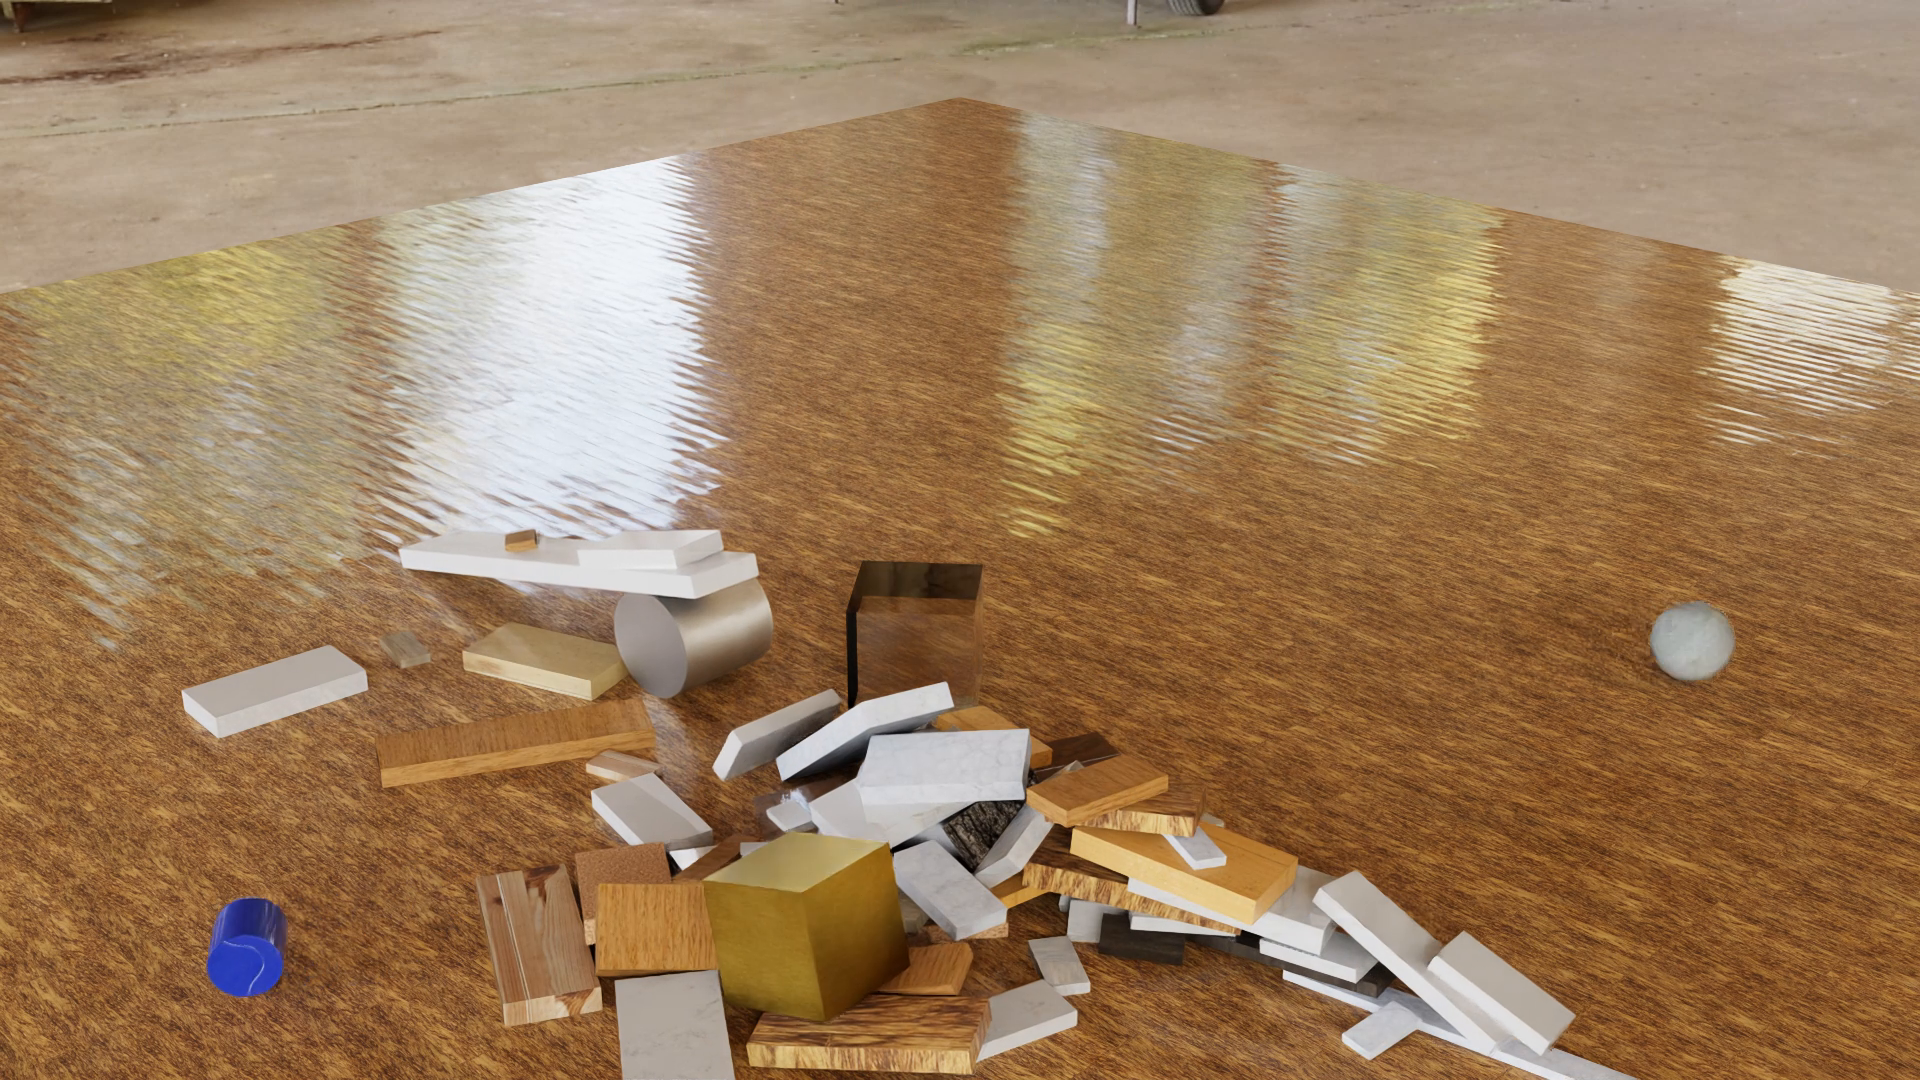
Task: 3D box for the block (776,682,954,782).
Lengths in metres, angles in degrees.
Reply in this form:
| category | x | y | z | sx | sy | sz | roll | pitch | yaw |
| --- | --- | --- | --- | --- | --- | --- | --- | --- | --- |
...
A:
| category | x | y | z | sx | sy | sz | roll | pitch | yaw |
| --- | --- | --- | --- | --- | --- | --- | --- | --- | --- |
| block | -0.198 | 0.386 | 4.380 | 0.179 | 0.051 | 0.540 | -12 | -11 | -26 |

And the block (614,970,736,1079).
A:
| category | x | y | z | sx | sy | sz | roll | pitch | yaw |
| --- | --- | --- | --- | --- | --- | --- | --- | --- | --- |
| block | -0.479 | 0.851 | 3.689 | 0.179 | 0.051 | 0.357 | -4 | 23 | -10 |

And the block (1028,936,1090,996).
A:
| category | x | y | z | sx | sy | sz | roll | pitch | yaw |
| --- | --- | --- | --- | --- | --- | --- | --- | --- | --- |
| block | 0.176 | 0.762 | 3.936 | 0.076 | 0.022 | 0.152 | -5 | 23 | -11 |

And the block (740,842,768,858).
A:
| category | x | y | z | sx | sy | sz | roll | pitch | yaw |
| --- | --- | --- | --- | --- | --- | --- | --- | --- | --- |
| block | -0.381 | 0.599 | 4.119 | 0.059 | 0.017 | 0.117 | -1 | 18 | -7 |

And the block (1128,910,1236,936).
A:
| category | x | y | z | sx | sy | sz | roll | pitch | yaw |
| --- | --- | --- | --- | --- | --- | --- | --- | --- | --- |
| block | 0.403 | 0.678 | 4.010 | 0.191 | 0.027 | 0.095 | 4 | 24 | -3 |

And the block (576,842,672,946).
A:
| category | x | y | z | sx | sy | sz | roll | pitch | yaw |
| --- | --- | --- | --- | --- | --- | --- | --- | --- | --- |
| block | -0.620 | 0.652 | 4.084 | 0.168 | 0.048 | 0.336 | -7 | 14 | -11 |

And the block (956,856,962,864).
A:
| category | x | y | z | sx | sy | sz | roll | pitch | yaw |
| --- | --- | --- | --- | --- | --- | --- | --- | --- | --- |
| block | -0.064 | 0.585 | 4.341 | 0.114 | 0.032 | 0.228 | -2 | 23 | -4 |

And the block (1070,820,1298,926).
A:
| category | x | y | z | sx | sy | sz | roll | pitch | yaw |
| --- | --- | --- | --- | --- | --- | --- | --- | --- | --- |
| block | 0.399 | 0.562 | 3.921 | 0.360 | 0.051 | 0.180 | 19 | 27 | 27 |

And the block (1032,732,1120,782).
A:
| category | x | y | z | sx | sy | sz | roll | pitch | yaw |
| --- | --- | --- | --- | --- | --- | --- | --- | --- | --- |
| block | 0.184 | 0.479 | 4.577 | 0.303 | 0.043 | 0.152 | -9 | 25 | -21 |

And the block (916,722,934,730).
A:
| category | x | y | z | sx | sy | sz | roll | pitch | yaw |
| --- | --- | --- | --- | --- | --- | --- | --- | --- | --- |
| block | -0.064 | 0.414 | 4.562 | 0.110 | 0.031 | 0.220 | 18 | -15 | 35 |

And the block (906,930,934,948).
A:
| category | x | y | z | sx | sy | sz | roll | pitch | yaw |
| --- | --- | --- | --- | --- | --- | --- | --- | --- | --- |
| block | -0.074 | 0.773 | 3.860 | 0.102 | 0.029 | 0.203 | -25 | 27 | -5 |

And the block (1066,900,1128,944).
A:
| category | x | y | z | sx | sy | sz | roll | pitch | yaw |
| --- | --- | --- | --- | --- | --- | --- | --- | --- | --- |
| block | 0.276 | 0.703 | 4.038 | 0.152 | 0.022 | 0.076 | 3 | 47 | 7 |

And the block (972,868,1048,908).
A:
| category | x | y | z | sx | sy | sz | roll | pitch | yaw |
| --- | --- | --- | --- | --- | --- | --- | --- | --- | --- |
| block | 0.058 | 0.653 | 4.102 | 0.203 | 0.029 | 0.102 | -17 | 28 | -34 |

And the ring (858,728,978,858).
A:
| category | x | y | z | sx | sy | sz | roll | pitch | yaw |
| --- | --- | --- | --- | --- | --- | --- | --- | --- | --- |
| ring | -0.035 | 0.493 | 4.315 | 0.345 | 0.115 | 0.345 | 2 | 30 | -1 |

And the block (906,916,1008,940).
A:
| category | x | y | z | sx | sy | sz | roll | pitch | yaw |
| --- | --- | --- | --- | --- | --- | --- | --- | --- | --- |
| block | -0.030 | 0.697 | 4.078 | 0.228 | 0.032 | 0.114 | -2 | 23 | -5 |

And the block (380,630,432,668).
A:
| category | x | y | z | sx | sy | sz | roll | pitch | yaw |
| --- | --- | --- | --- | --- | --- | --- | --- | --- | --- |
| block | -1.295 | 0.255 | 5.133 | 0.072 | 0.021 | 0.145 | -14 | 27 | -30 |

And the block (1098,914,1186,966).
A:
| category | x | y | z | sx | sy | sz | roll | pitch | yaw |
| --- | --- | --- | --- | --- | --- | --- | --- | --- | --- |
| block | 0.330 | 0.723 | 3.980 | 0.152 | 0.022 | 0.076 | 8 | 43 | 5 |

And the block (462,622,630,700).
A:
| category | x | y | z | sx | sy | sz | roll | pitch | yaw |
| --- | --- | --- | --- | --- | --- | --- | --- | --- | --- |
| block | -0.943 | 0.276 | 5.048 | 0.353 | 0.050 | 0.176 | 11 | 25 | 24 |

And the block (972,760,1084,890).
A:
| category | x | y | z | sx | sy | sz | roll | pitch | yaw |
| --- | --- | --- | --- | --- | --- | --- | --- | --- | --- |
| block | 0.131 | 0.533 | 4.100 | 0.038 | 0.135 | 0.269 | 45 | 50 | -4 |

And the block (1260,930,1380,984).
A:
| category | x | y | z | sx | sy | sz | roll | pitch | yaw |
| --- | --- | --- | --- | --- | --- | --- | --- | --- | --- |
| block | 0.638 | 0.724 | 3.894 | 0.191 | 0.027 | 0.095 | 12 | 26 | 36 |

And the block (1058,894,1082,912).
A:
| category | x | y | z | sx | sy | sz | roll | pitch | yaw |
| --- | --- | --- | --- | --- | --- | --- | --- | --- | --- |
| block | 0.293 | 0.658 | 4.113 | 0.199 | 0.028 | 0.099 | 6 | 55 | 14 |

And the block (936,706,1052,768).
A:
| category | x | y | z | sx | sy | sz | roll | pitch | yaw |
| --- | --- | --- | --- | --- | --- | --- | --- | --- | --- |
| block | 0.067 | 0.395 | 4.350 | 0.114 | 0.032 | 0.229 | -9 | 24 | -35 |

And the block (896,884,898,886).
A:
| category | x | y | z | sx | sy | sz | roll | pitch | yaw |
| --- | --- | --- | --- | --- | --- | --- | --- | --- | --- |
| block | -0.201 | 0.637 | 4.230 | 0.160 | 0.023 | 0.080 | 21 | 31 | 40 |

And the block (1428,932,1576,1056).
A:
| category | x | y | z | sx | sy | sz | roll | pitch | yaw |
| --- | --- | --- | --- | --- | --- | --- | --- | --- | --- |
| block | 0.919 | 0.767 | 3.733 | 0.231 | 0.033 | 0.116 | 37 | 32 | 24 |

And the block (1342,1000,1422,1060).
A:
| category | x | y | z | sx | sy | sz | roll | pitch | yaw |
| --- | --- | --- | --- | --- | --- | --- | --- | --- | --- |
| block | 0.719 | 0.835 | 3.746 | 0.126 | 0.018 | 0.063 | -24 | 34 | -30 |

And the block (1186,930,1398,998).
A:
| category | x | y | z | sx | sy | sz | roll | pitch | yaw |
| --- | --- | --- | --- | --- | --- | --- | --- | --- | --- |
| block | 0.581 | 0.733 | 3.958 | 0.418 | 0.027 | 0.095 | 11 | 25 | 35 |

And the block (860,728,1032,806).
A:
| category | x | y | z | sx | sy | sz | roll | pitch | yaw |
| --- | --- | --- | --- | --- | --- | --- | --- | --- | --- |
| block | -0.025 | 0.428 | 4.150 | 0.308 | 0.044 | 0.154 | -3 | 34 | 10 |

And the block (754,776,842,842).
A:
| category | x | y | z | sx | sy | sz | roll | pitch | yaw |
| --- | --- | --- | --- | --- | --- | --- | --- | --- | --- |
| block | -0.291 | 0.574 | 4.265 | 0.179 | 0.051 | 0.357 | -13 | 19 | -7 |

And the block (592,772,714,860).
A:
| category | x | y | z | sx | sy | sz | roll | pitch | yaw |
| --- | --- | --- | --- | --- | --- | --- | --- | --- | --- |
| block | -0.617 | 0.556 | 4.400 | 0.137 | 0.039 | 0.274 | -14 | 27 | -30 |

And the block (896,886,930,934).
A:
| category | x | y | z | sx | sy | sz | roll | pitch | yaw |
| --- | --- | --- | --- | --- | --- | --- | --- | --- | --- |
| block | -0.152 | 0.675 | 4.054 | 0.203 | 0.029 | 0.102 | 2 | 26 | 23 |
